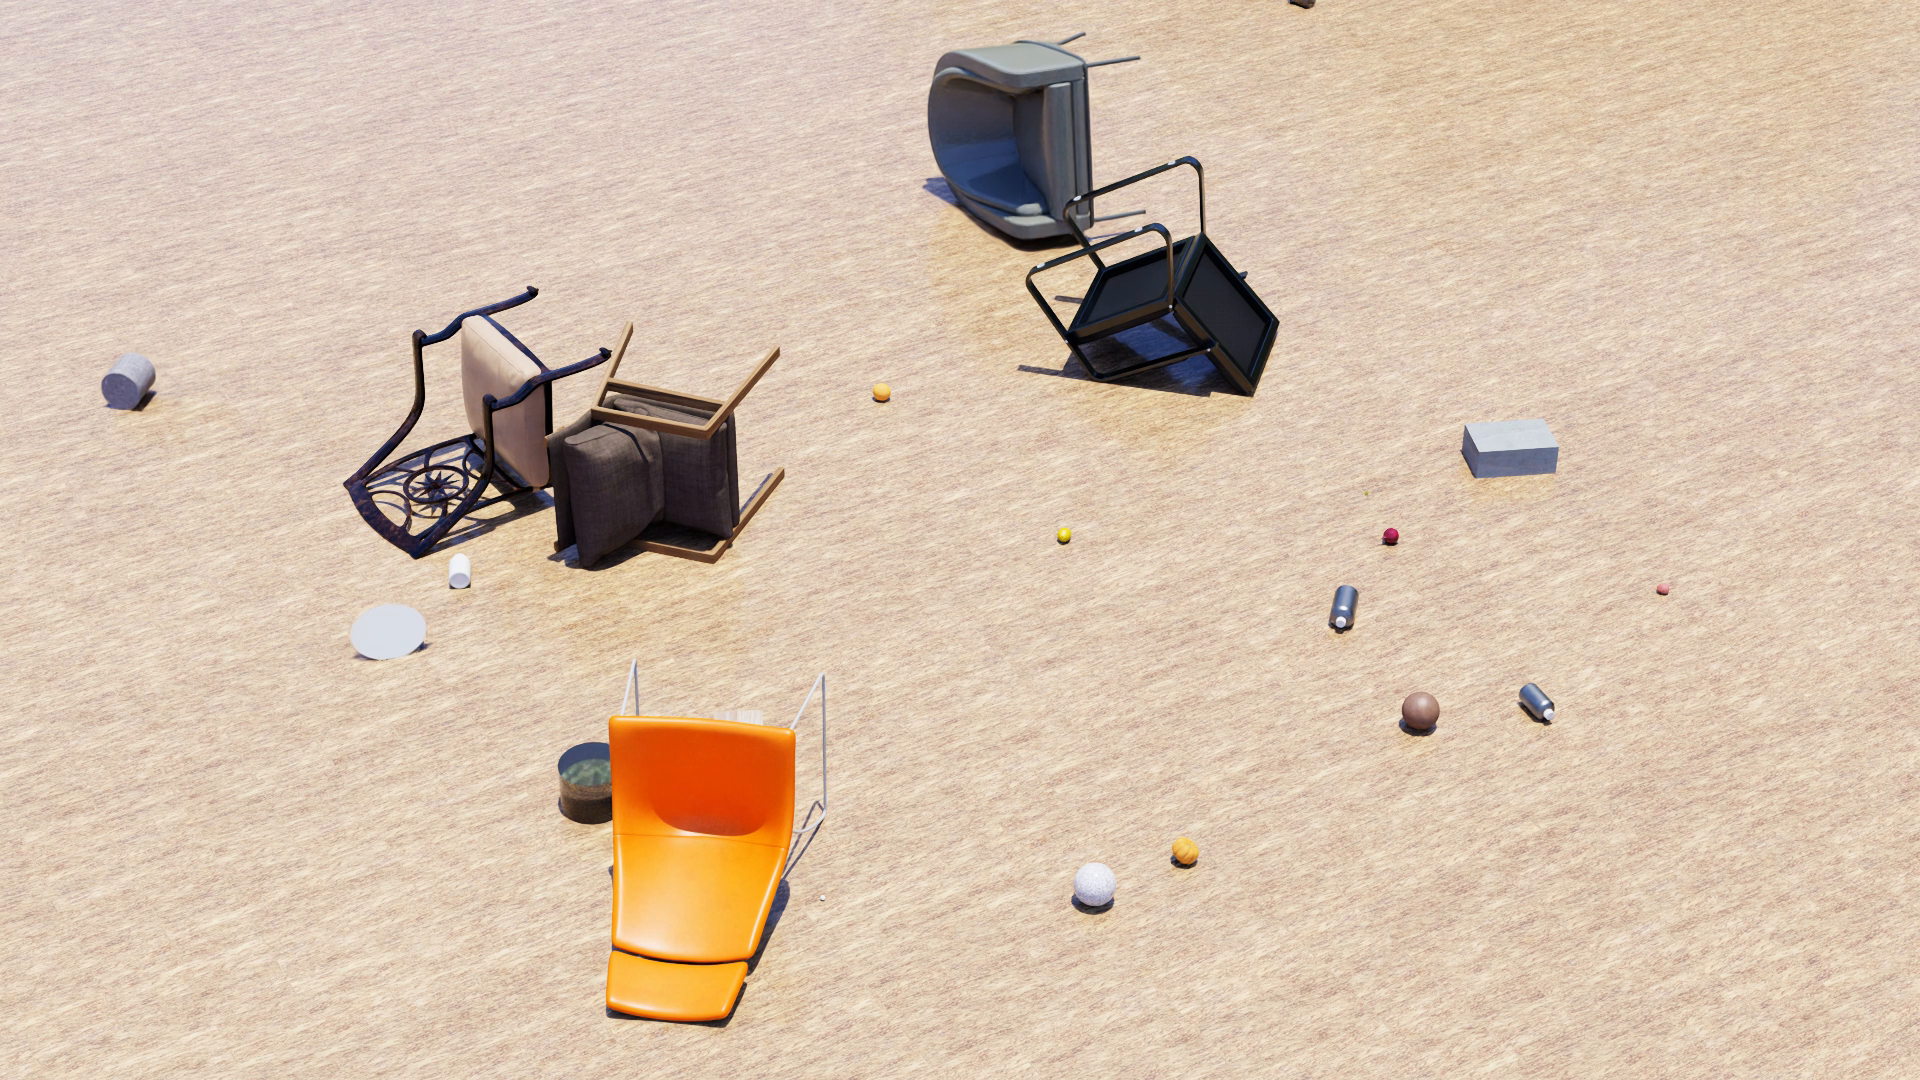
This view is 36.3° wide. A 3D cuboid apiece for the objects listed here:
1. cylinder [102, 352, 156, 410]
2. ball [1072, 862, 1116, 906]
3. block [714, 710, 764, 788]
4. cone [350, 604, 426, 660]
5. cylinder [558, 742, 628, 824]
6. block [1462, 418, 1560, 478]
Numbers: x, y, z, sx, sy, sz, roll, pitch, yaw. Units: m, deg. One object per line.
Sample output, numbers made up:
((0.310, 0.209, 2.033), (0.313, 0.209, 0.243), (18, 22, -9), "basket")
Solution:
((-3.332, -0.636, 11.754), (0.162, 0.171, 0.164), (15, 35, 2), "cylinder")
((0.422, 1.078, 9.183), (0.137, 0.137, 0.137), (0, 33, 0), "ball")
((-0.731, 0.692, 9.722), (0.161, 0.190, 0.165), (-2, 33, -3), "block")
((-2.030, 0.314, 10.389), (0.264, 0.194, 0.189), (-10, 7, -13), "cone")
((-1.200, 0.795, 9.592), (0.220, 0.160, 0.235), (-2, 33, -3), "cylinder")
((2.134, -0.355, 11.373), (0.315, 0.121, 0.212), (-4, 34, -6), "block")
